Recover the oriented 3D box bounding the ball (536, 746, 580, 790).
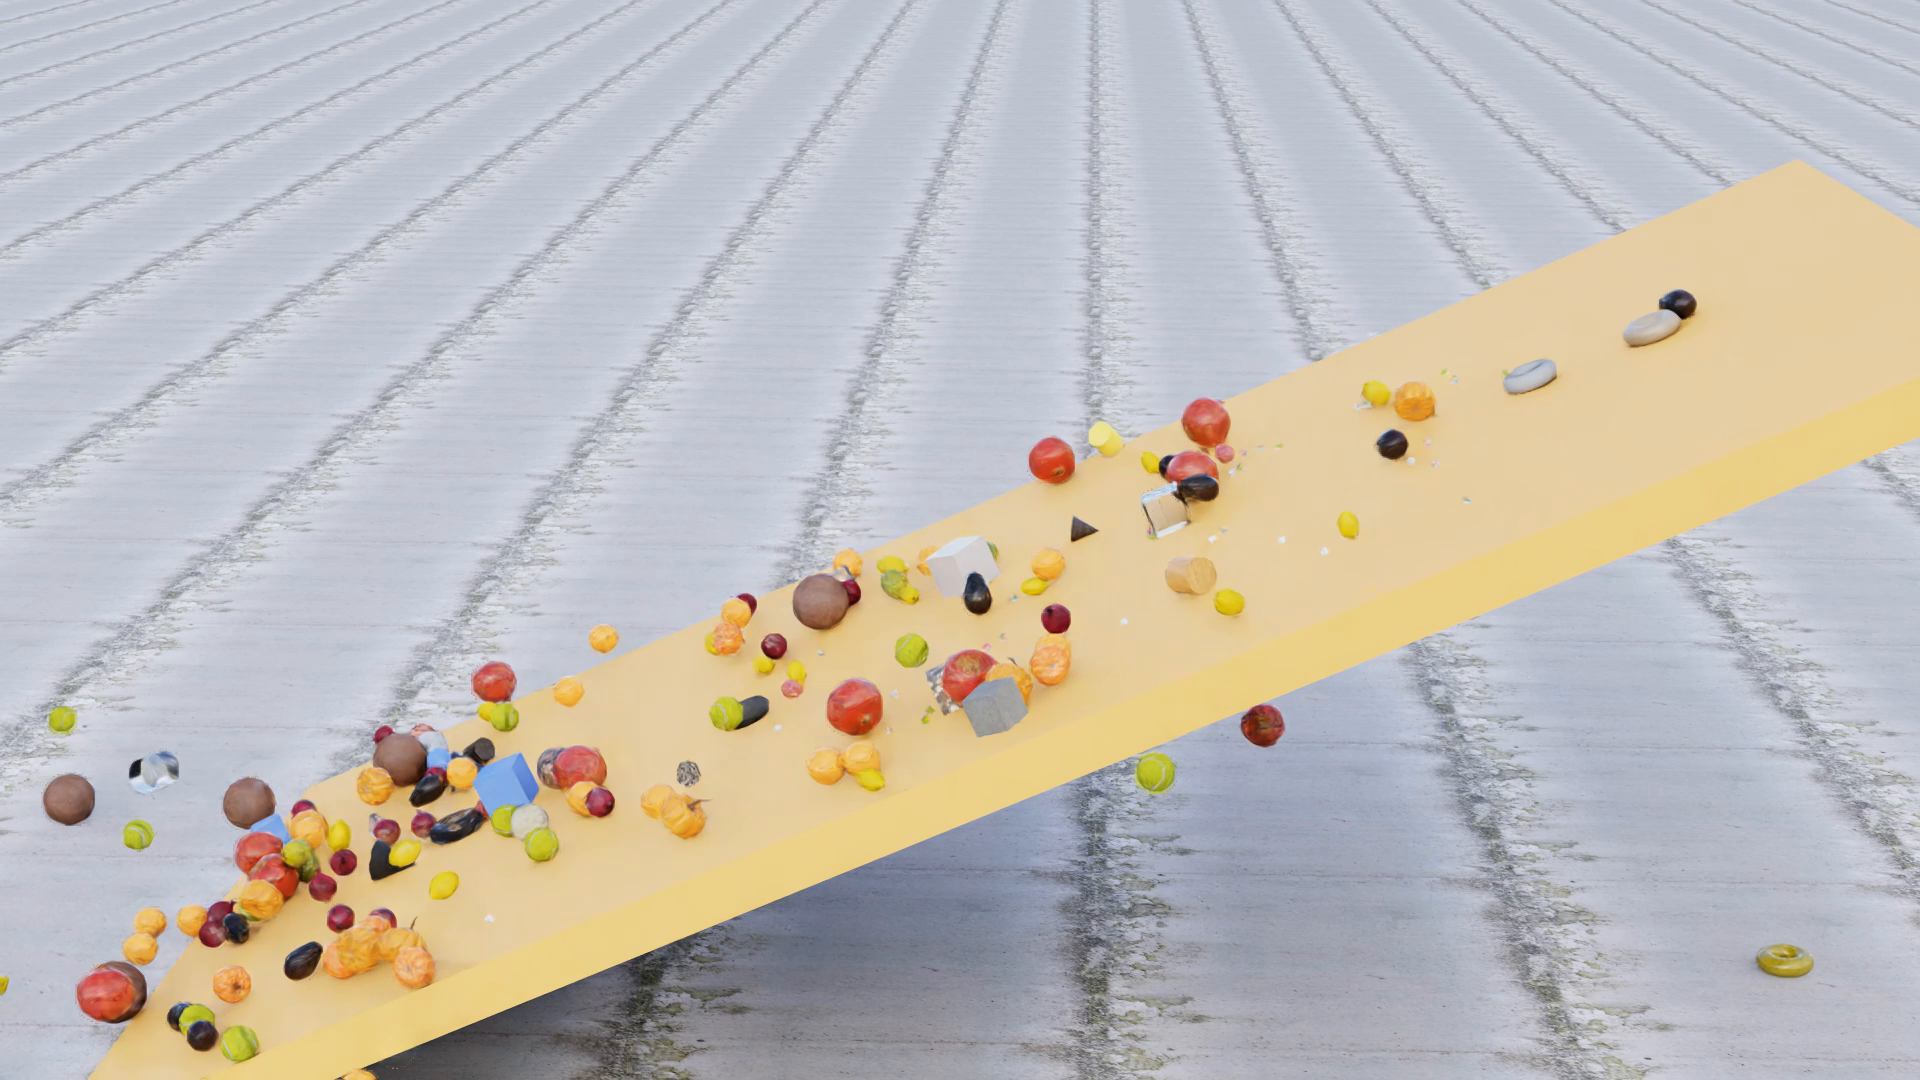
[{"bbox_3d":[-0.874,0.496,6.394,0.094,0.094,0.094,0,15,0],"label":"ball"}]

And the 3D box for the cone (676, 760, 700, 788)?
[{"bbox_3d":[-0.544,0.479,6.010,0.054,0.054,0.054,6,-4,21],"label":"cone"}]

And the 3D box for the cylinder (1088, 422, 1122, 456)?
[{"bbox_3d":[0.351,-0.243,7.101,0.062,0.062,0.062,11,-15,36],"label":"cylinder"}]

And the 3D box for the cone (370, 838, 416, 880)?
[{"bbox_3d":[-1.213,0.695,6.342,0.093,0.093,0.093,7,16,8],"label":"cone"}]

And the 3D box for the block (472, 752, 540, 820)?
[{"bbox_3d":[-0.993,0.539,6.440,0.096,0.096,0.096,-22,13,10],"label":"block"}]

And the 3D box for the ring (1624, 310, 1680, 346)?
[{"bbox_3d":[1.415,-0.433,6.020,0.120,0.040,0.120,-23,14,6],"label":"ring"}]

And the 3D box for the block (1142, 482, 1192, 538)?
[{"bbox_3d":[0.439,-0.064,6.248,0.081,0.081,0.081,-23,13,9],"label":"block"}]

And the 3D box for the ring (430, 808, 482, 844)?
[{"bbox_3d":[-1.100,0.625,6.417,0.122,0.041,0.122,-21,13,5],"label":"ring"}]

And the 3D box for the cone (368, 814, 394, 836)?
[{"bbox_3d":[-1.323,0.652,6.754,0.055,0.055,0.055,-1,13,-32],"label":"cone"}]

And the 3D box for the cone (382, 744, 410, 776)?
[{"bbox_3d":[-1.398,0.533,7.235,0.074,0.074,0.074,-15,7,2],"label":"cone"}]

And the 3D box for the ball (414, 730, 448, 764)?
[{"bbox_3d":[-1.284,0.505,7.147,0.082,0.082,0.082,0,15,0],"label":"ball"}]

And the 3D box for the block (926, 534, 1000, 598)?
[{"bbox_3d":[0.007,0.059,6.510,0.099,0.099,0.099,-34,16,-37],"label":"block"}]

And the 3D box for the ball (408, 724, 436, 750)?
[{"bbox_3d":[-1.335,0.493,7.308,0.074,0.074,0.074,0,15,0],"label":"ball"}]

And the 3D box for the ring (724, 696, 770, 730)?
[{"bbox_3d":[-0.456,0.368,6.269,0.108,0.036,0.108,-24,13,6],"label":"ring"}]

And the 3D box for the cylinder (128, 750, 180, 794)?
[{"bbox_3d":[-2.125,0.612,7.759,0.093,0.093,0.093,7,14,23],"label":"cylinder"}]

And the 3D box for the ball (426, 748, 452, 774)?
[{"bbox_3d":[-1.244,0.528,7.026,0.062,0.062,0.062,0,15,0],"label":"ball"}]

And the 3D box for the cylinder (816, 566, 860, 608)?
[{"bbox_3d":[-0.287,0.109,6.907,0.076,0.076,0.076,-27,21,-10],"label":"cylinder"}]

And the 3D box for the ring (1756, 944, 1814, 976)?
[{"bbox_3d":[1.860,0.948,6.632,0.128,0.043,0.128,-1,15,0],"label":"ring"}]

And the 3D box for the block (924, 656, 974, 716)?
[{"bbox_3d":[-0.016,0.282,5.706,0.076,0.076,0.076,-25,13,0],"label":"block"}]

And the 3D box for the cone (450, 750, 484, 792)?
[{"bbox_3d":[-1.126,0.536,6.814,0.099,0.099,0.099,2,15,-2],"label":"cone"}]

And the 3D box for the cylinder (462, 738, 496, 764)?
[{"bbox_3d":[-1.130,0.501,6.908,0.057,0.057,0.057,-15,-12,-44],"label":"cylinder"}]

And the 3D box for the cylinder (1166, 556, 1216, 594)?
[{"bbox_3d":[0.448,0.068,5.712,0.071,0.071,0.071,-10,5,-32],"label":"cylinder"}]

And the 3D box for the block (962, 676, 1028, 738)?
[{"bbox_3d":[0.065,0.309,5.448,0.076,0.076,0.076,-14,16,39],"label":"block"}]

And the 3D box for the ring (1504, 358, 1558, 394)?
[{"bbox_3d":[1.179,-0.338,6.077,0.116,0.039,0.116,-25,12,6],"label":"ring"}]

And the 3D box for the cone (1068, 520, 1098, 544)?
[{"bbox_3d":[0.278,-0.022,6.501,0.061,0.061,0.061,-16,8,23],"label":"cone"}]

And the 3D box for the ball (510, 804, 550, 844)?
[{"bbox_3d":[-0.891,0.587,6.090,0.081,0.081,0.081,0,15,0],"label":"ball"}]

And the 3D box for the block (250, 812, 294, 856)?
[{"bbox_3d":[-1.650,0.705,7.048,0.069,0.069,0.069,-29,13,-18],"label":"block"}]

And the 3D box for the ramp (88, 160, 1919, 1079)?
[{"bbox_3d":[0.132,0.170,6.284,4.000,0.100,2.000,-23,13,8],"label":"ramp"}]
